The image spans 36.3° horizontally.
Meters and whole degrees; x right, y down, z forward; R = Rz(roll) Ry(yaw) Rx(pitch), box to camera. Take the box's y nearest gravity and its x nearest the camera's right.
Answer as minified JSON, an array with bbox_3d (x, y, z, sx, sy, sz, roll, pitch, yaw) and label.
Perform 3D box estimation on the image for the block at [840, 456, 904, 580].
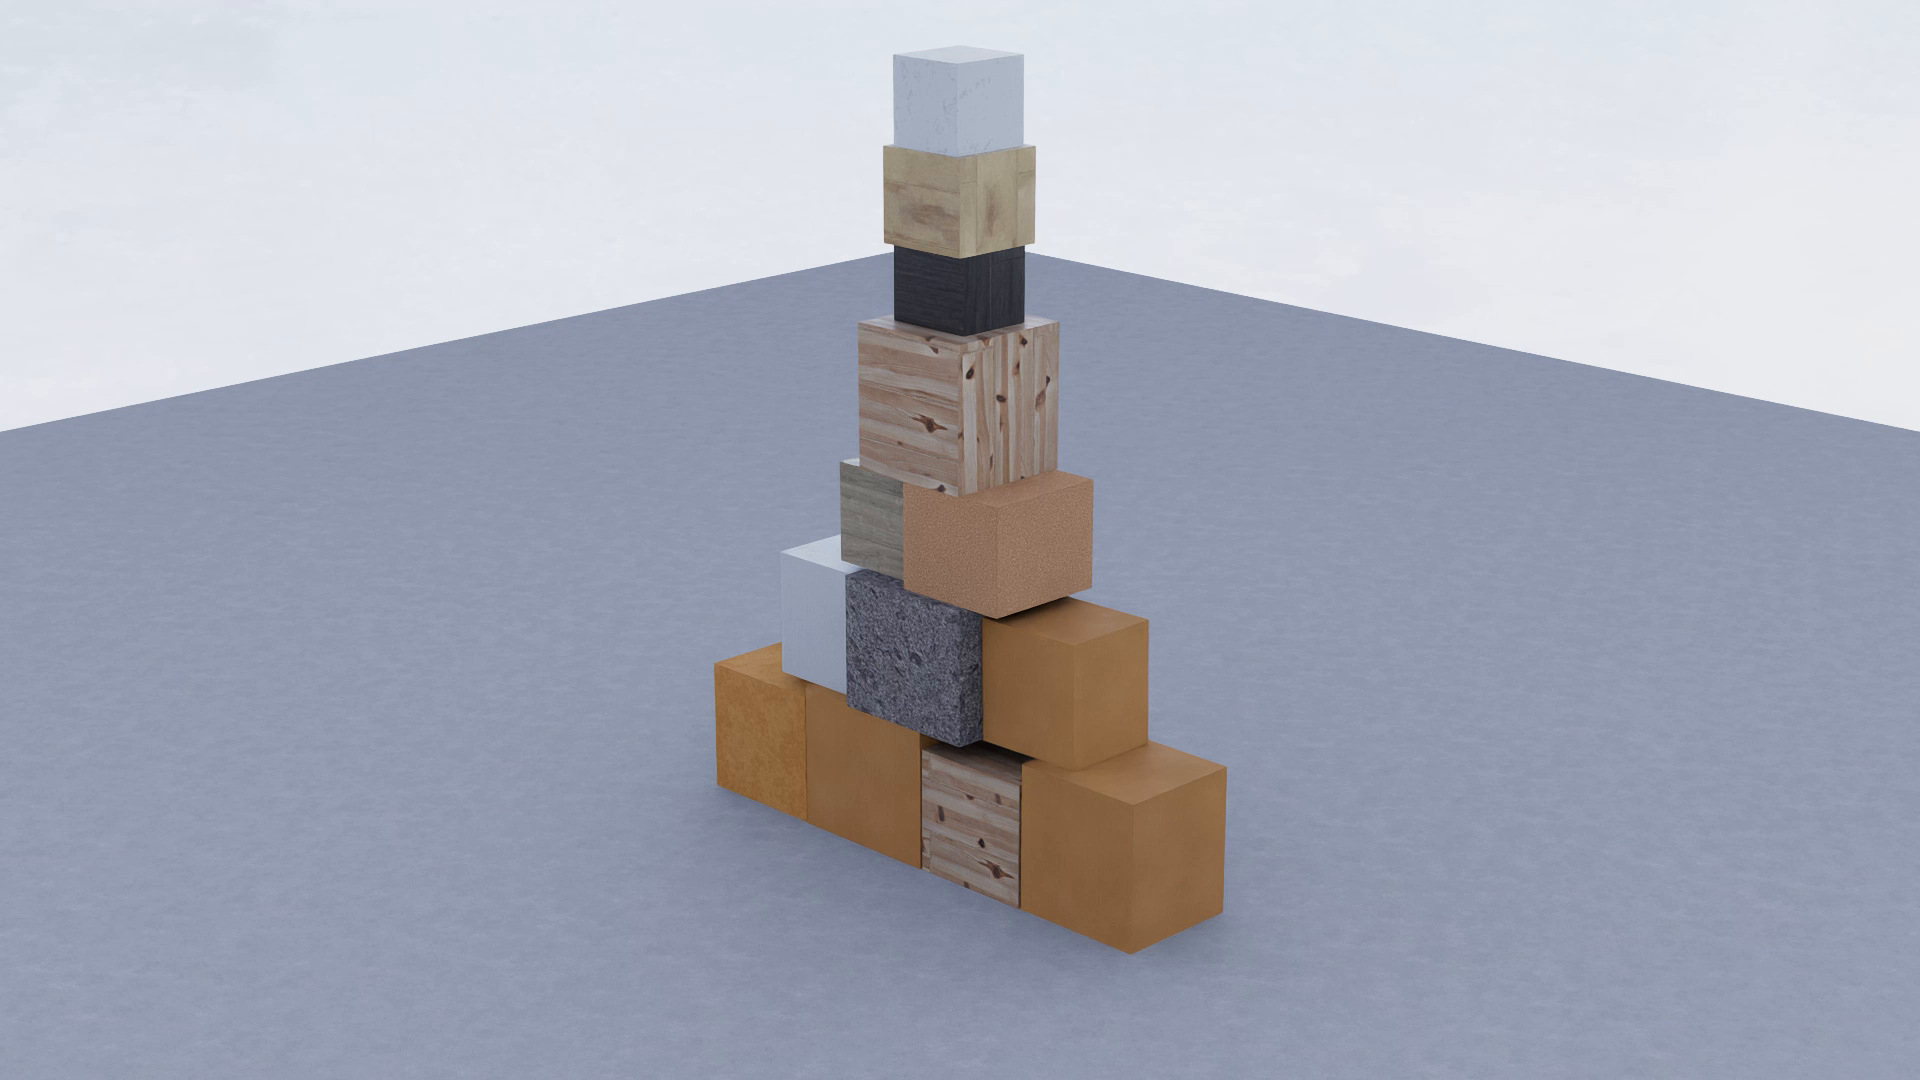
[{"bbox_3d":[-0.200,-0.133,13.532,0.496,0.478,0.498,-17,24,-42],"label":"block"}]

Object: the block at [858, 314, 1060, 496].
[{"bbox_3d":[-0.005,-0.646,13.133,0.639,0.681,0.628,-17,24,-42],"label":"block"}]

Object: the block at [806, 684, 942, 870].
[{"bbox_3d":[-0.220,1.035,13.895,0.669,0.693,0.771,-17,24,-42],"label":"block"}]

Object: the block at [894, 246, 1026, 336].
[{"bbox_3d":[-0.003,-1.140,12.980,0.381,0.354,0.439,-17,24,-42],"label":"block"}]

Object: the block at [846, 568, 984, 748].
[{"bbox_3d":[-0.016,0.469,13.477,0.698,0.638,0.738,-17,24,-42],"label":"block"}]

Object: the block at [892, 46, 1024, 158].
[{"bbox_3d":[-0.006,-1.910,12.735,0.409,0.398,0.394,-17,24,-42],"label":"block"}]

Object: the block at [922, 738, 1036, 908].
[{"bbox_3d":[0.266,1.235,13.427,0.630,0.593,0.612,-17,24,-42],"label":"block"}]

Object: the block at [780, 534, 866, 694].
[{"bbox_3d":[-0.457,0.341,13.945,0.561,0.602,0.550,-17,24,-42],"label":"block"}]

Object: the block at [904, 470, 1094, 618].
[{"bbox_3d":[0.171,-0.024,13.137,0.615,0.507,0.586,-17,24,-42],"label":"block"}]

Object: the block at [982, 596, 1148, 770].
[{"bbox_3d":[0.470,0.626,13.069,0.487,0.579,0.557,-17,23,-42],"label":"block"}]

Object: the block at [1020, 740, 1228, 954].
[{"bbox_3d":[0.722,1.322,12.976,0.616,0.696,0.657,-17,24,-42],"label":"block"}]

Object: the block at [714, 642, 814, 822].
[{"bbox_3d":[-0.740,0.908,14.386,0.638,0.641,0.661,-17,24,-42],"label":"block"}]

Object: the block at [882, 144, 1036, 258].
[{"bbox_3d":[-0.003,-1.515,12.863,0.470,0.432,0.475,-17,24,-42],"label":"block"}]
